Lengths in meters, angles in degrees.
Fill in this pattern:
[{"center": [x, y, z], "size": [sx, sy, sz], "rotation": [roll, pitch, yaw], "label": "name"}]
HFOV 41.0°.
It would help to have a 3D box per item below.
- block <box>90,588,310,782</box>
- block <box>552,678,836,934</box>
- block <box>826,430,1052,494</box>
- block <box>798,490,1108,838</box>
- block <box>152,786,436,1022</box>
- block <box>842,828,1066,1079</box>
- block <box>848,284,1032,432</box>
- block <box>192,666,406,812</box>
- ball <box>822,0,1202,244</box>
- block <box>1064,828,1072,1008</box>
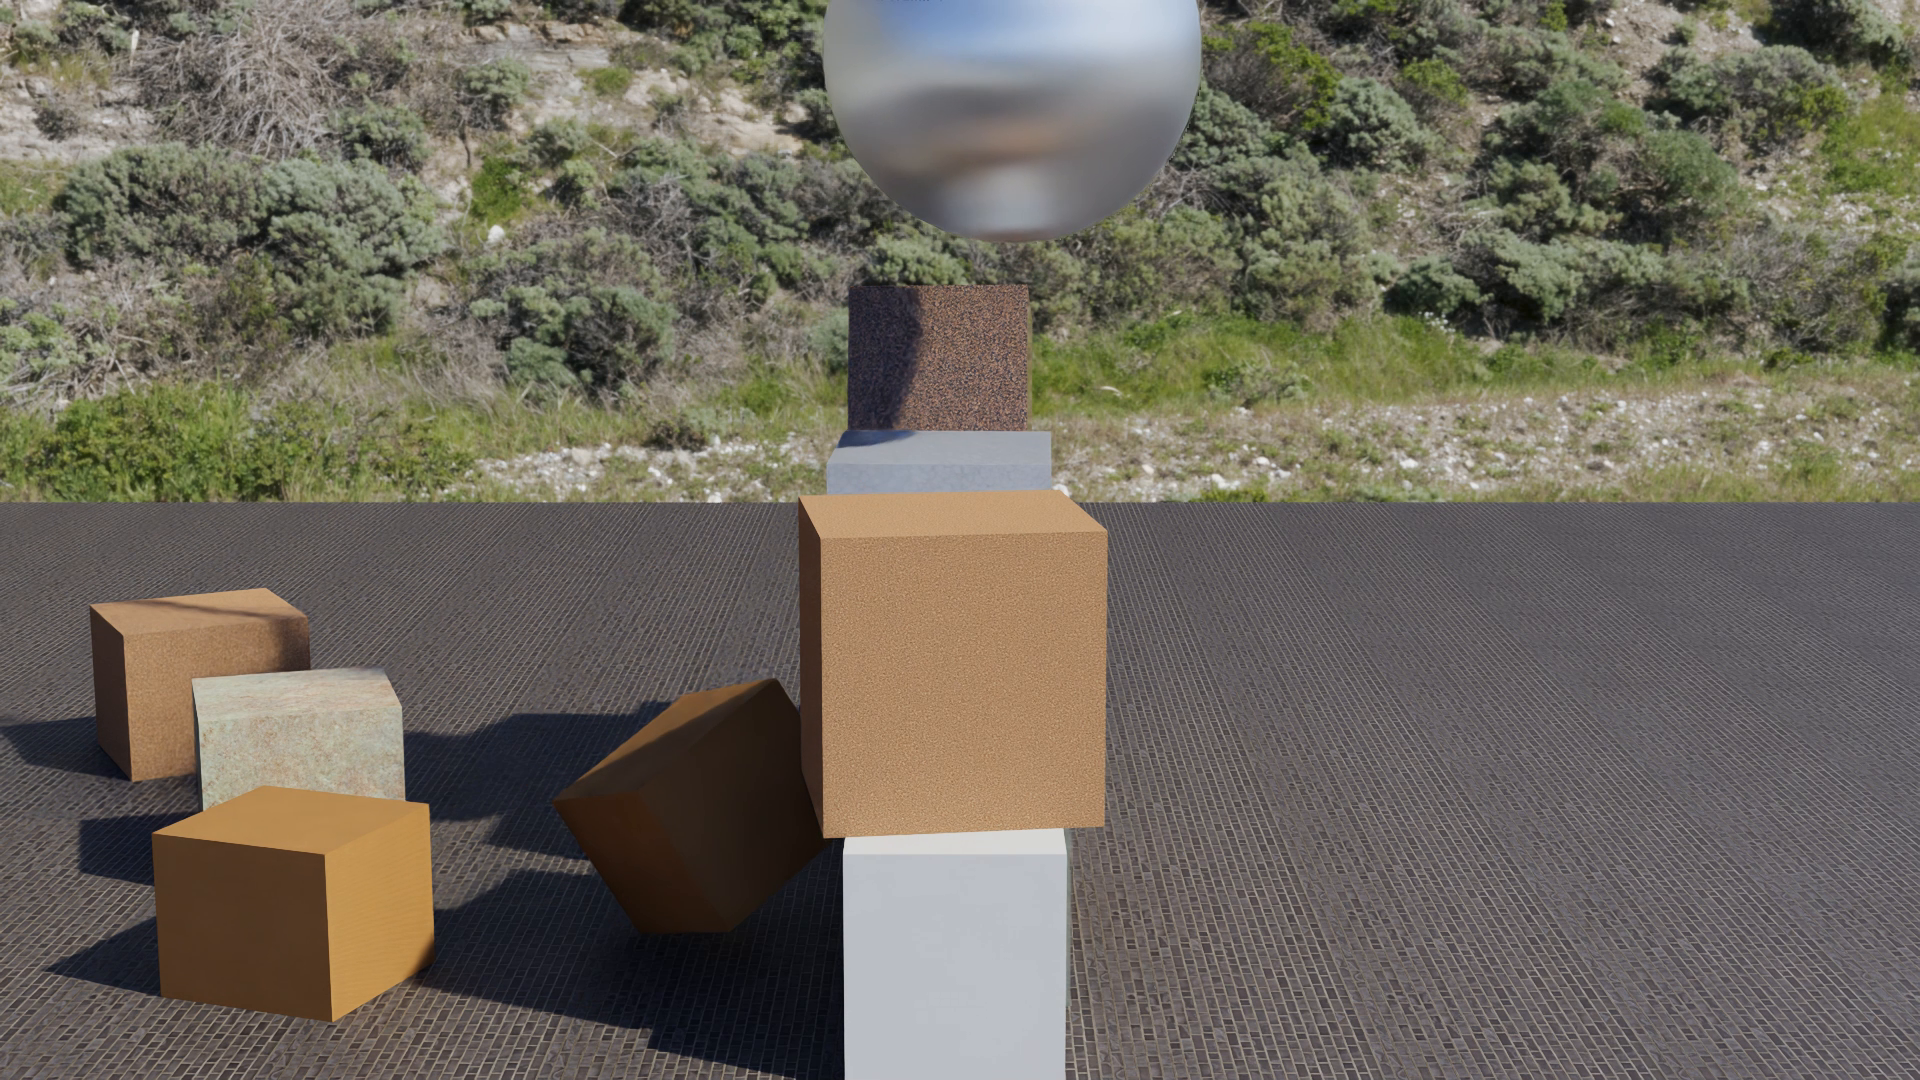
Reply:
[{"center": [-3.967, 0.737, 13.414], "size": [0.924, 0.751, 0.862], "rotation": [-6, 12, -29], "label": "block"}, {"center": [-1.030, 1.088, 10.427], "size": [0.768, 0.672, 0.784], "rotation": [-39, 14, -32], "label": "block"}, {"center": [-0.072, 0.090, 11.231], "size": [0.934, 1.007, 0.988], "rotation": [0, 10, 2], "label": "block"}, {"center": [-0.048, 0.427, 9.441], "size": [1.007, 1.071, 0.924], "rotation": [-1, 10, -8], "label": "block"}, {"center": [-2.591, 1.402, 10.023], "size": [0.774, 0.655, 0.716], "rotation": [4, 11, 20], "label": "block"}, {"center": [-0.018, 1.431, 9.303], "size": [0.771, 0.855, 0.794], "rotation": [0, 10, 0], "label": "block"}, {"center": [-0.083, -0.715, 12.393], "size": [0.841, 0.871, 0.764], "rotation": [0, -8, 3], "label": "block"}, {"center": [-2.977, 1.064, 11.543], "size": [0.853, 0.777, 0.844], "rotation": [-3, 11, -18], "label": "block"}, {"center": [0.218, -2.053, 10.807], "size": [1.600, 1.600, 1.600], "rotation": [0, 10, 0], "label": "ball"}, {"center": [0.016, 1.299, 10.088], "size": [0.821, 0.835, 0.775], "rotation": [0, 10, 1], "label": "block"}]
